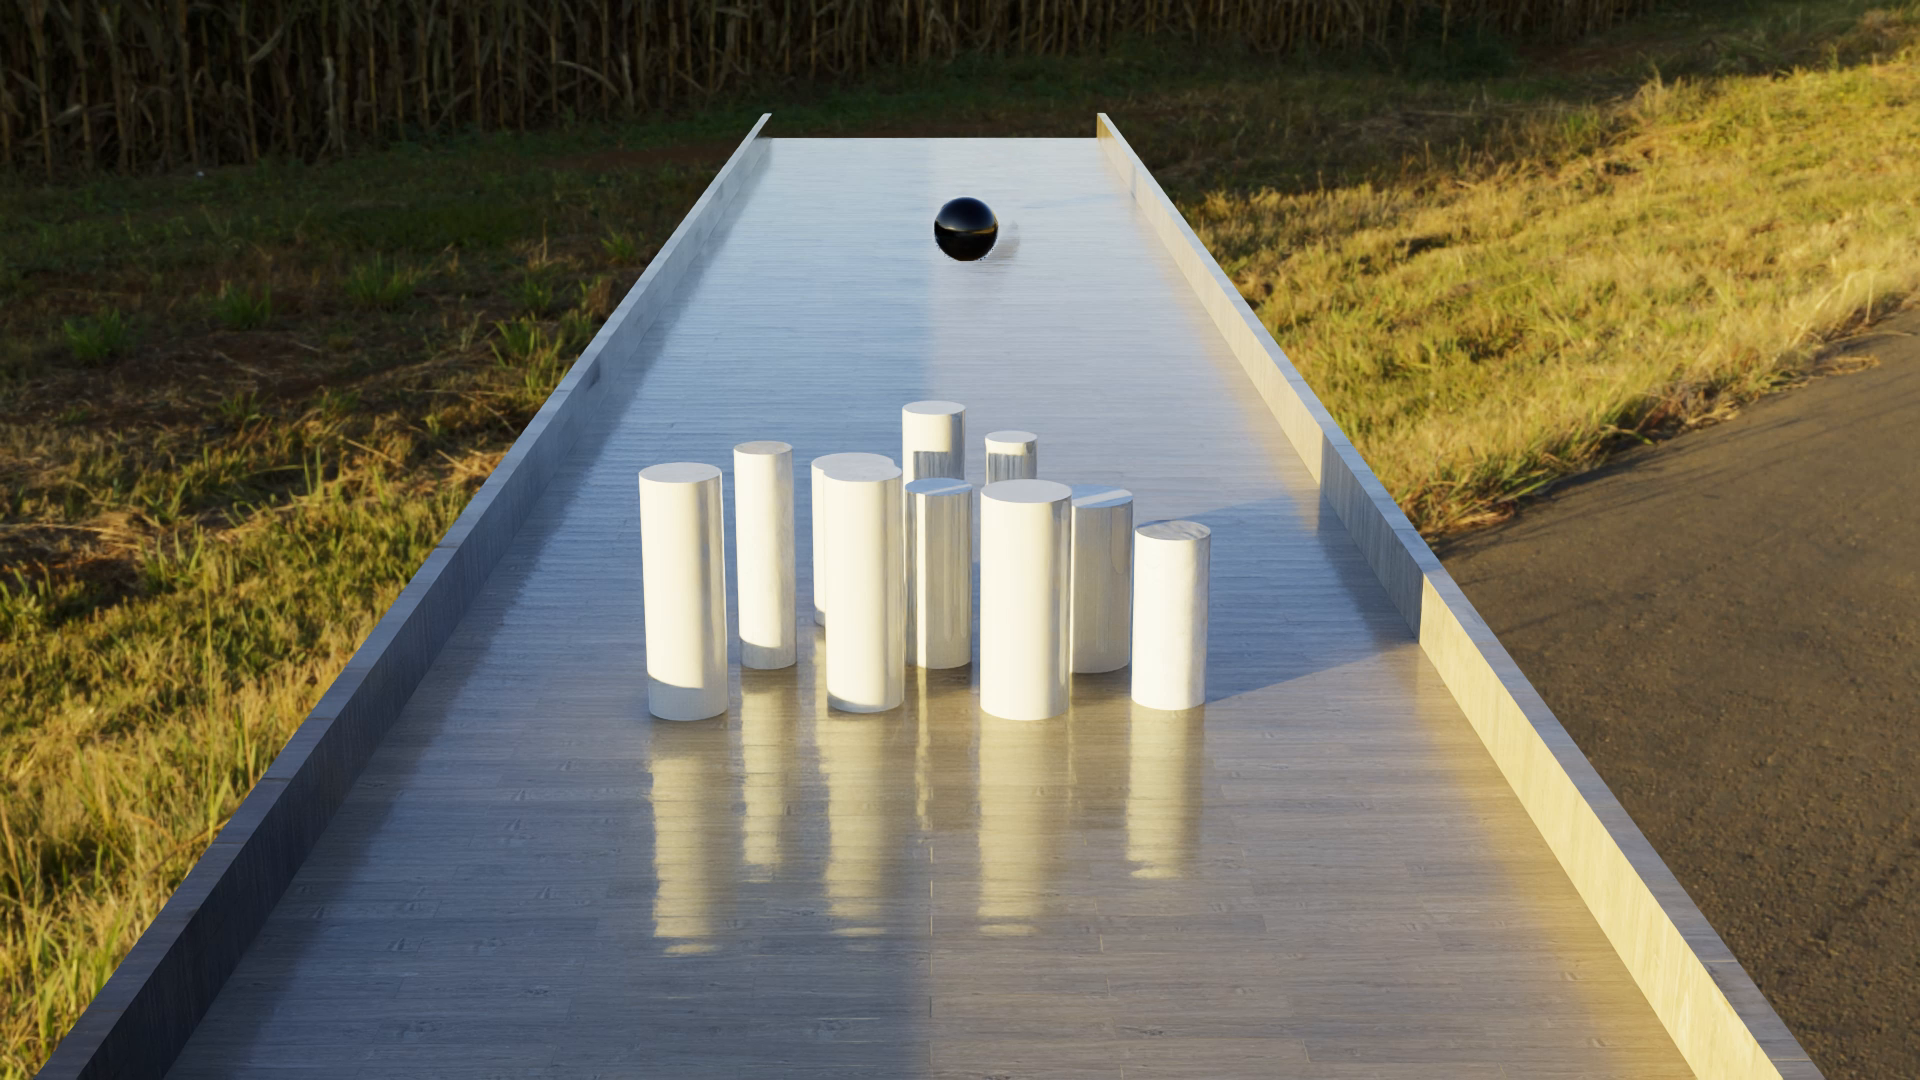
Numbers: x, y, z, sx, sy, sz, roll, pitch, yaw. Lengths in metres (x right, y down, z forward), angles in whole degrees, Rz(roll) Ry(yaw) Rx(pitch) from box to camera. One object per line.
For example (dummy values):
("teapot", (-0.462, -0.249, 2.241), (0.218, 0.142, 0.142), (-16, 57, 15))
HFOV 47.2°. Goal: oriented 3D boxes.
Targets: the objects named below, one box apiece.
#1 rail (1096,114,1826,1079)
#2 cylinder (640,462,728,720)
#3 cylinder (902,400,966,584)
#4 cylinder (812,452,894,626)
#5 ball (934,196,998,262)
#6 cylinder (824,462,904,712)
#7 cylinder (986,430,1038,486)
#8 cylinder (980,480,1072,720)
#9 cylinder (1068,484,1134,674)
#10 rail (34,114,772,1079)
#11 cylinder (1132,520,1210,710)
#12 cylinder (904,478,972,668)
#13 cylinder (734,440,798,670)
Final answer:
("rail", (0.932, -0.844, 7.801), (0.050, 0.150, 12.000), (0, 17, -1))
("cylinder", (-0.513, 0.096, 4.101), (0.150, 0.458, 0.150), (0, 17, 0))
("cylinder", (-0.057, -0.097, 4.852), (0.137, 0.400, 0.137), (0, 17, 0))
("cylinder", (-0.223, 0.002, 4.624), (0.171, 0.340, 0.171), (0, 17, 0))
("ball", (0.025, -1.282, 9.070), (0.267, 0.267, 0.267), (0, 17, 0))
("cylinder", (-0.181, 0.089, 4.140), (0.147, 0.449, 0.147), (0, 17, 0))
("cylinder", (0.107, -0.025, 4.621), (0.108, 0.394, 0.108), (0, 17, 0))
("cylinder", (0.123, 0.111, 4.118), (0.169, 0.420, 0.169), (0, 17, 0))
("cylinder", (0.255, 0.076, 4.377), (0.174, 0.339, 0.174), (0, 17, 0))
("rail", (-1.118, -0.838, 7.780), (0.050, 0.150, 12.000), (0, 17, -1))
("cylinder", (0.399, 0.141, 4.169), (0.142, 0.333, 0.142), (0, 17, 0))
("cylinder", (-0.042, 0.066, 4.380), (0.134, 0.357, 0.134), (0, 17, 0))
("cylinder", (-0.384, 0.030, 4.355), (0.114, 0.439, 0.114), (0, 17, 0))
